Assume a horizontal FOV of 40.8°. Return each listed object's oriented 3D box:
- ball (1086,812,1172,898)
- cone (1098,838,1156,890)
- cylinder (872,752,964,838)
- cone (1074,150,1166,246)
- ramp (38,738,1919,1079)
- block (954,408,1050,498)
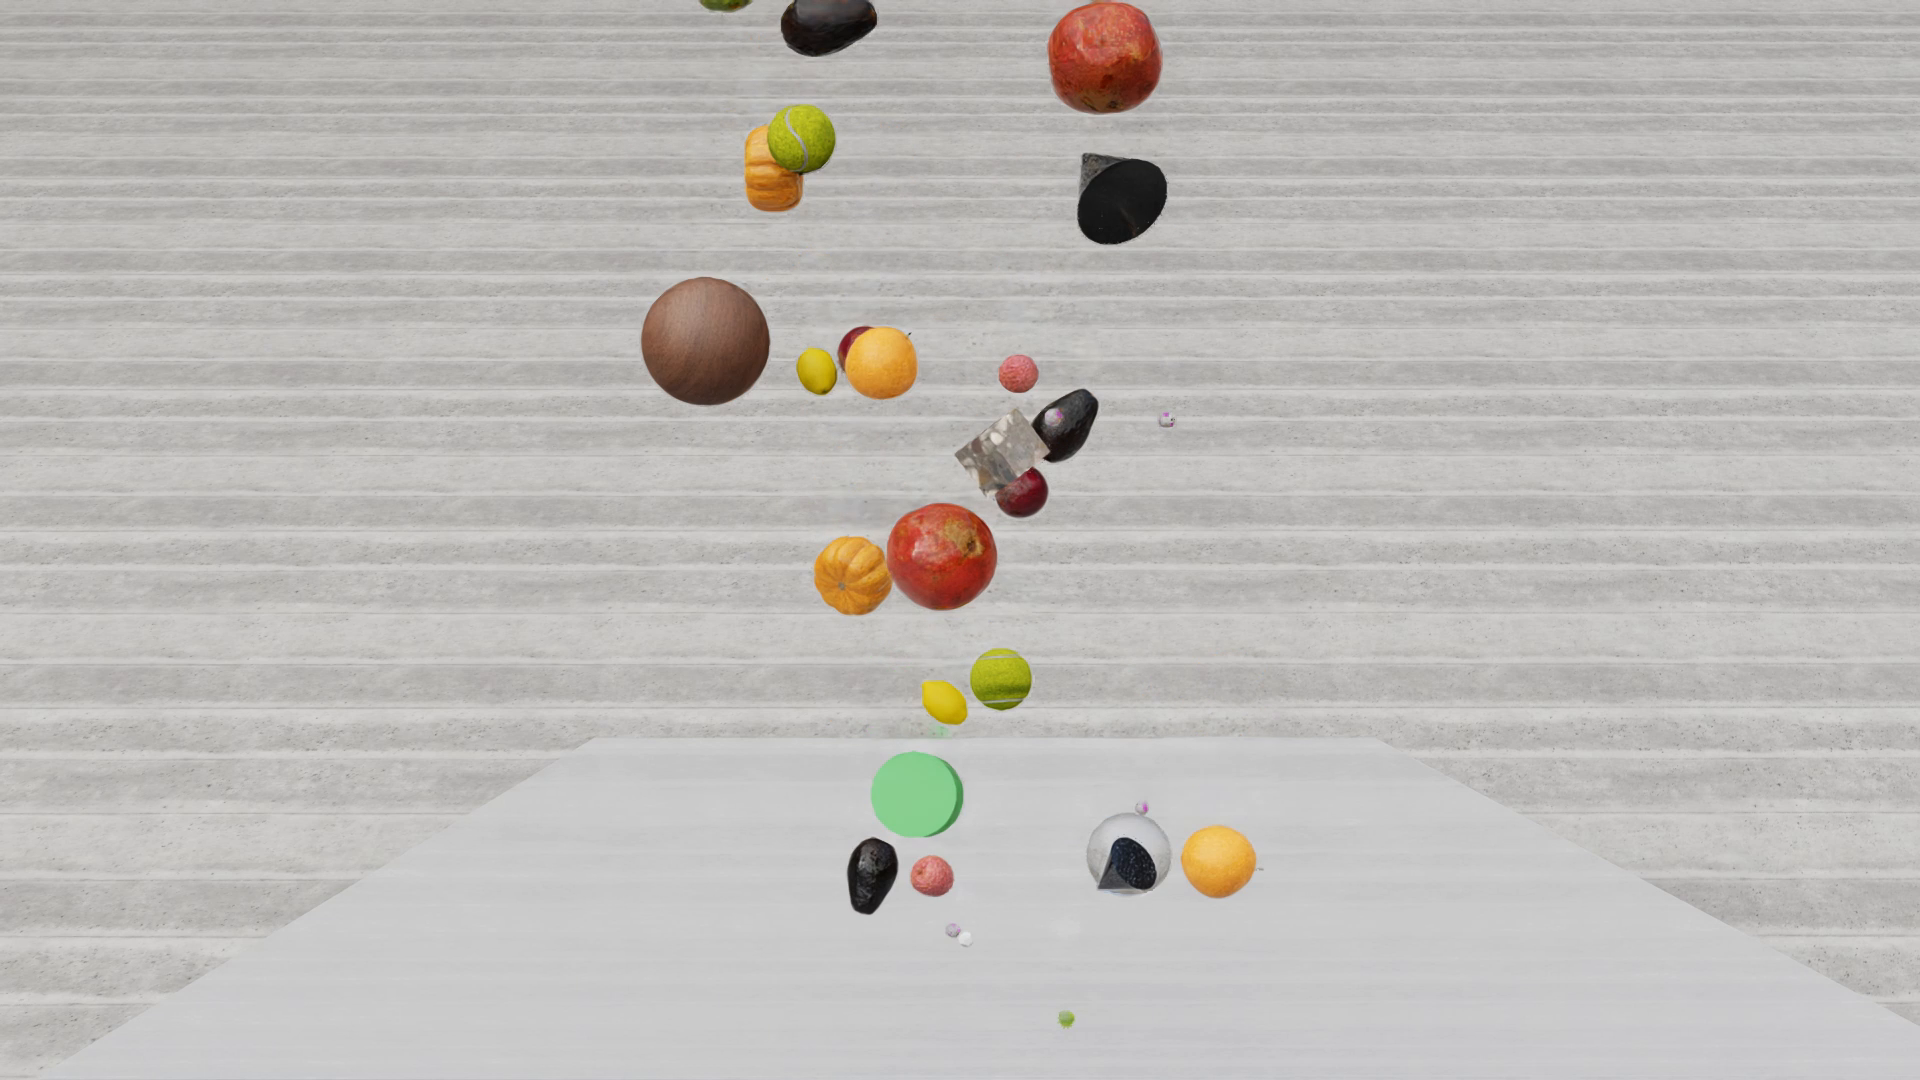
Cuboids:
[{"bbox_3d":[0.195,0.365,2.989,0.098,0.098,0.098,0,28,0],"label":"ball"},{"bbox_3d":[0.164,0.355,2.728,0.061,0.061,0.061,26,42,-27],"label":"cone"},{"bbox_3d":[-0.047,0.286,2.894,0.095,0.095,0.095,3,-6,5],"label":"cylinder"},{"bbox_3d":[0.136,-0.348,2.474,0.094,0.094,0.094,-10,45,-18],"label":"cone"},{"bbox_3d":[0.064,0.575,4.618,2.000,0.100,4.000,0,1,0],"label":"ramp"},{"bbox_3d":[0.041,-0.085,2.516,0.054,0.054,0.054,-39,4,-41],"label":"block"}]
